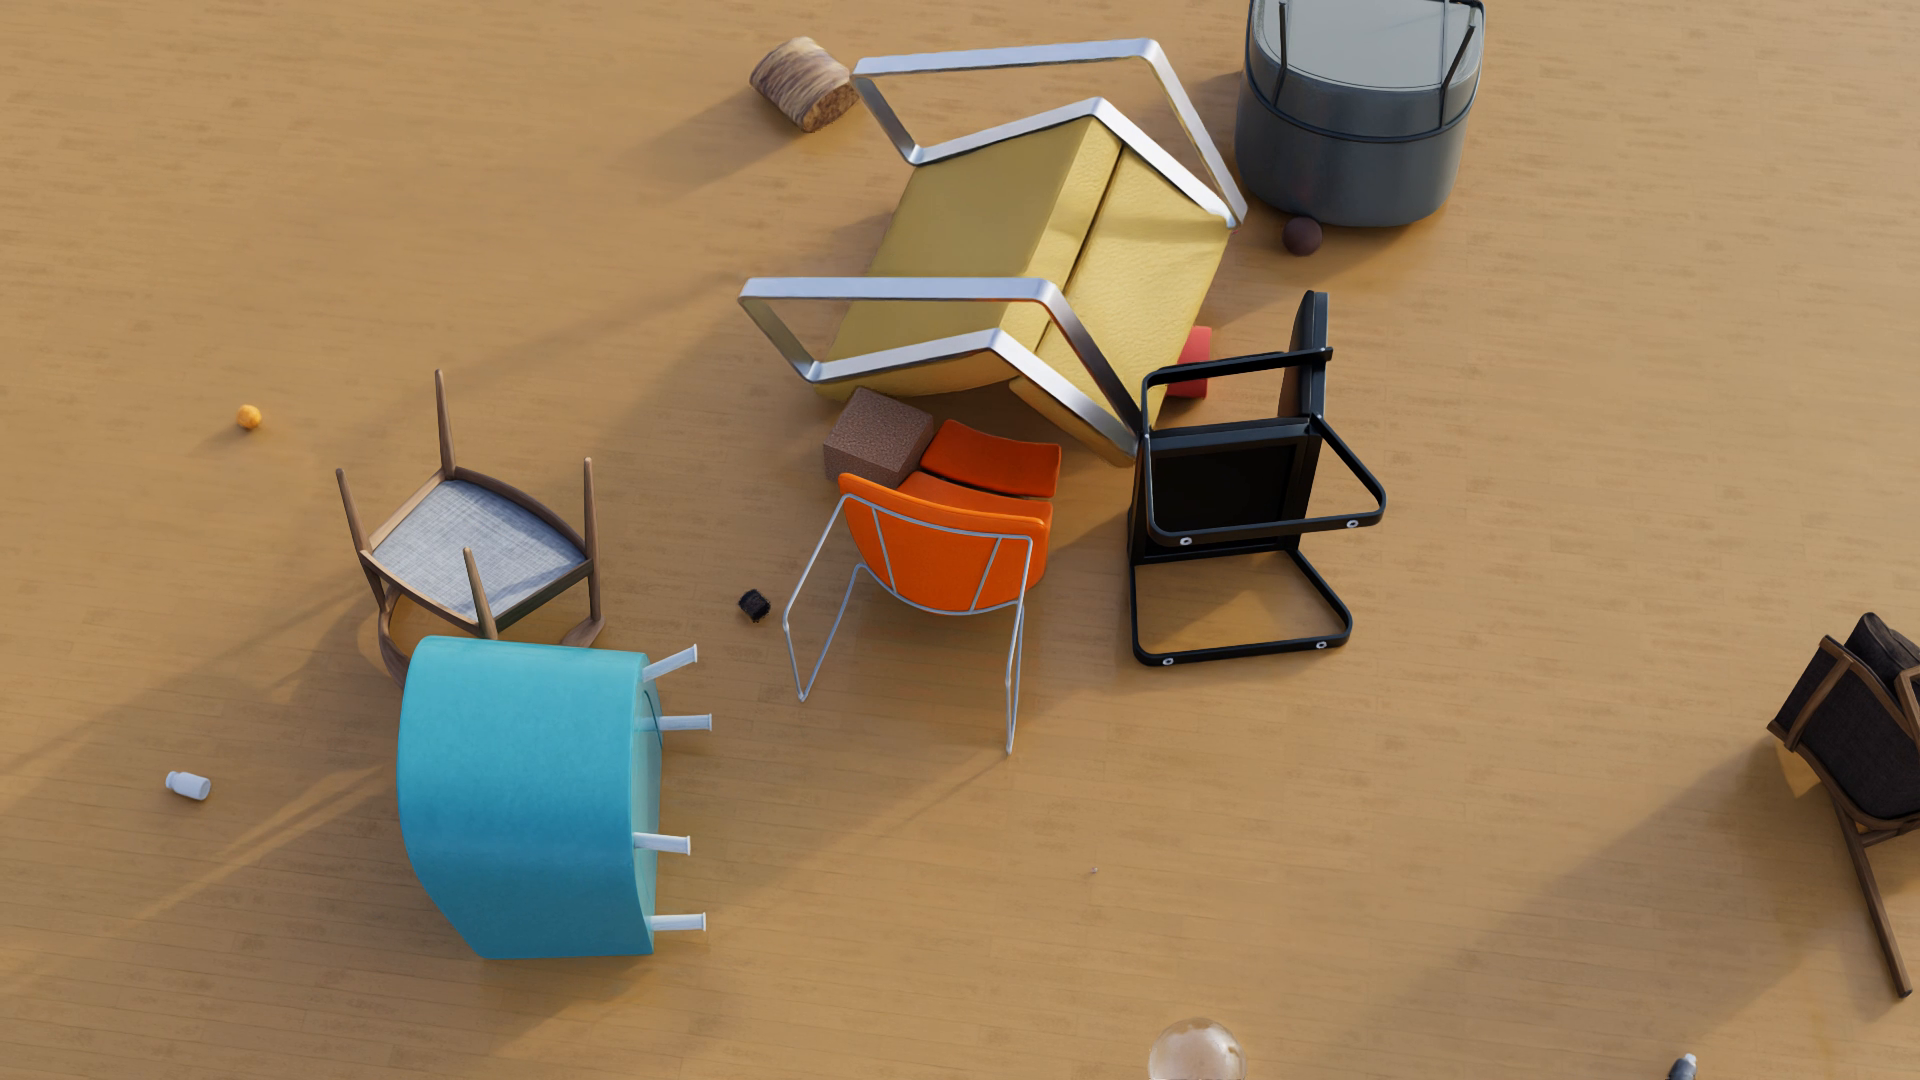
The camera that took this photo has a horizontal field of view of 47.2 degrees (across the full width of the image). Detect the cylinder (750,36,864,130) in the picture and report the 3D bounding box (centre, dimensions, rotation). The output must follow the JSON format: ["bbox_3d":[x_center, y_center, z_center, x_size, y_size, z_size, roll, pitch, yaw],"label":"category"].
[{"bbox_3d":[-0.525,-1.567,7.540,0.275,0.142,0.285,-38,64,-19],"label":"cylinder"}]

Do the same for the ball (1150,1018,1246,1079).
[{"bbox_3d":[0.598,1.327,5.538,0.243,0.243,0.243,0,56,0],"label":"ball"}]

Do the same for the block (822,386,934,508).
[{"bbox_3d":[-0.245,-0.282,6.654,0.249,0.182,0.238,21,59,14],"label":"block"}]

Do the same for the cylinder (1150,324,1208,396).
[{"bbox_3d":[0.685,-0.559,6.862,0.175,0.140,0.239,0,70,6],"label":"cylinder"}]

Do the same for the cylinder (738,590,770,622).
[{"bbox_3d":[-0.600,0.191,6.412,0.068,0.057,0.066,-40,65,-14],"label":"cylinder"}]
